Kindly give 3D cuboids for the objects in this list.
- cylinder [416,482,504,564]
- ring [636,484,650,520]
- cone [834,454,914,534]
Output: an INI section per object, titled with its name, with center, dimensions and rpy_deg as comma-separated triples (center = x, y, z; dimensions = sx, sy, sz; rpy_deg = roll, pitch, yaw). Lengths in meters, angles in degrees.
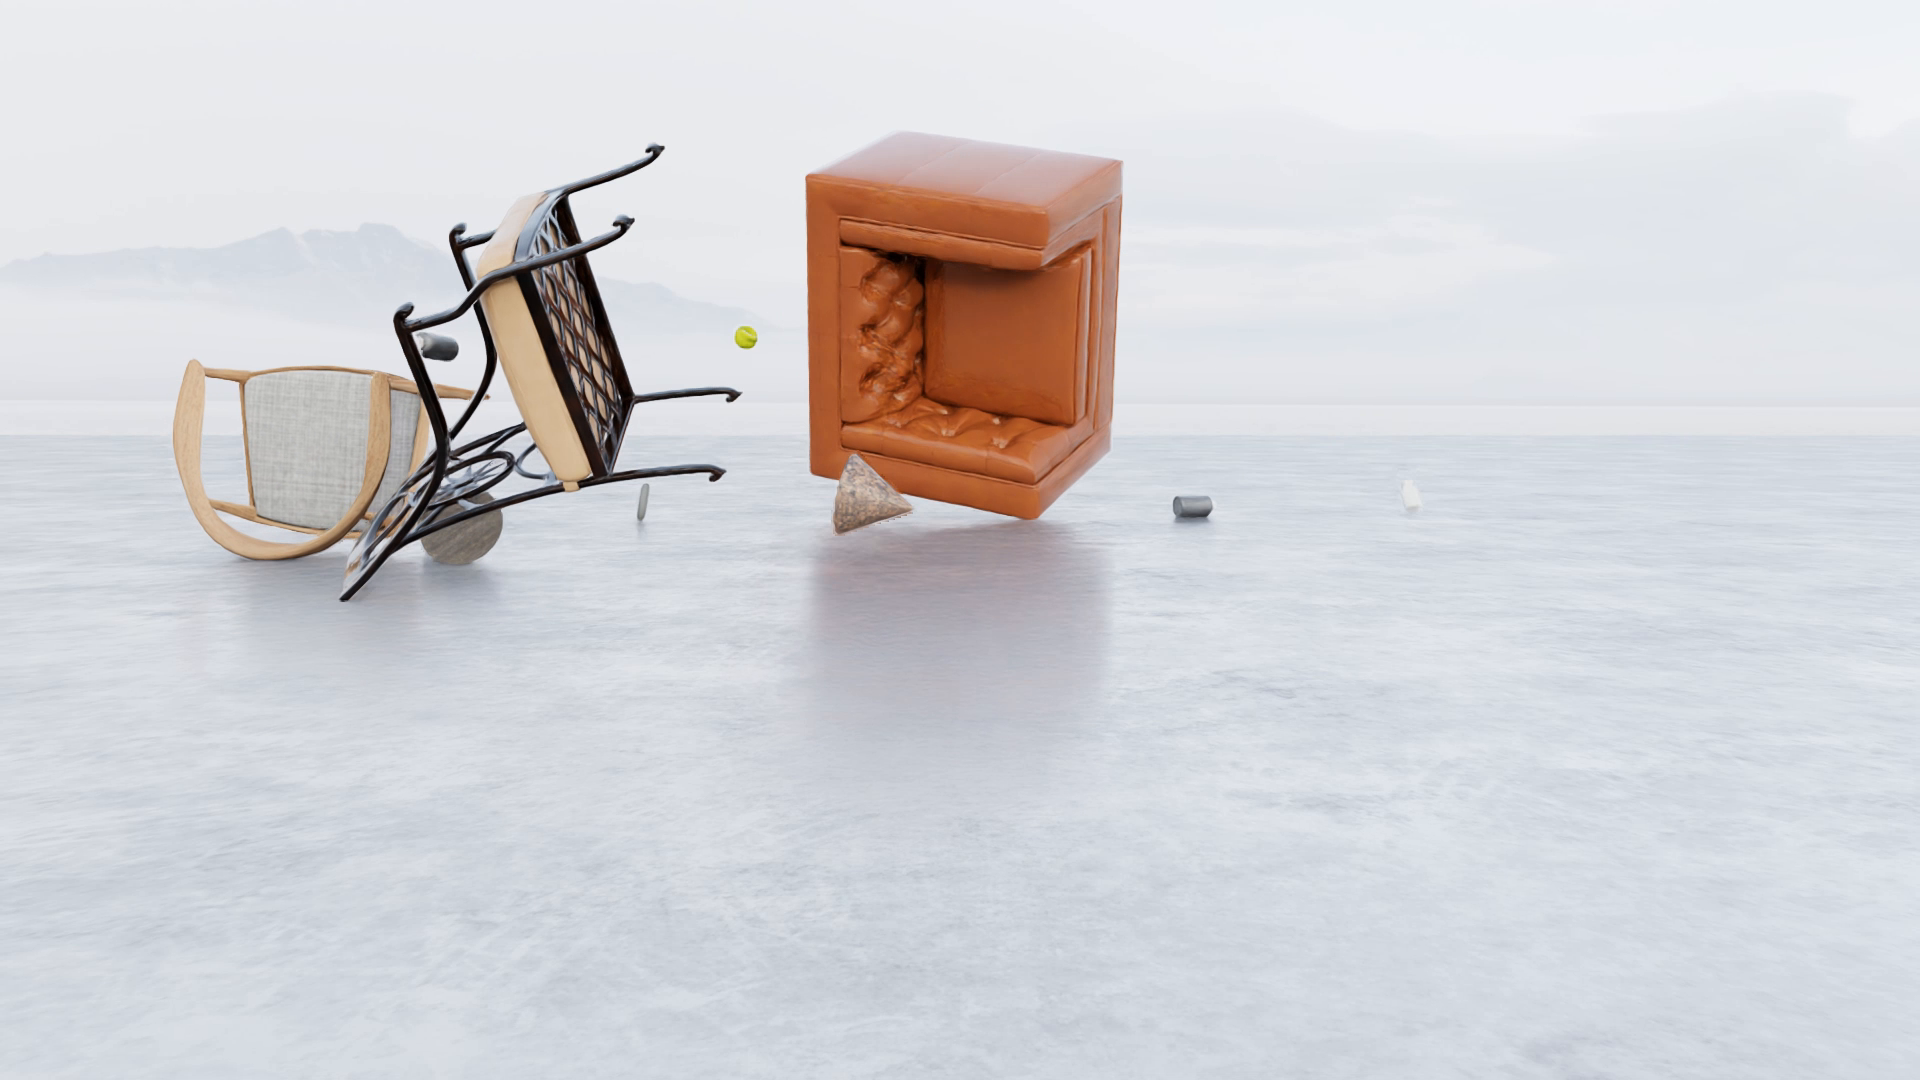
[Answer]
[cylinder]
center = -1.309, -0.045, 5.741
dimensions = 0.219, 0.192, 0.244
rpy_deg = -34, 12, -11
[ring]
center = -1.079, -0.128, 7.492
dimensions = 0.029, 0.130, 0.102
rpy_deg = 10, -7, -8
[cone]
center = -0.203, -0.099, 5.671
dimensions = 0.188, 0.216, 0.182
rpy_deg = 13, 12, 14
